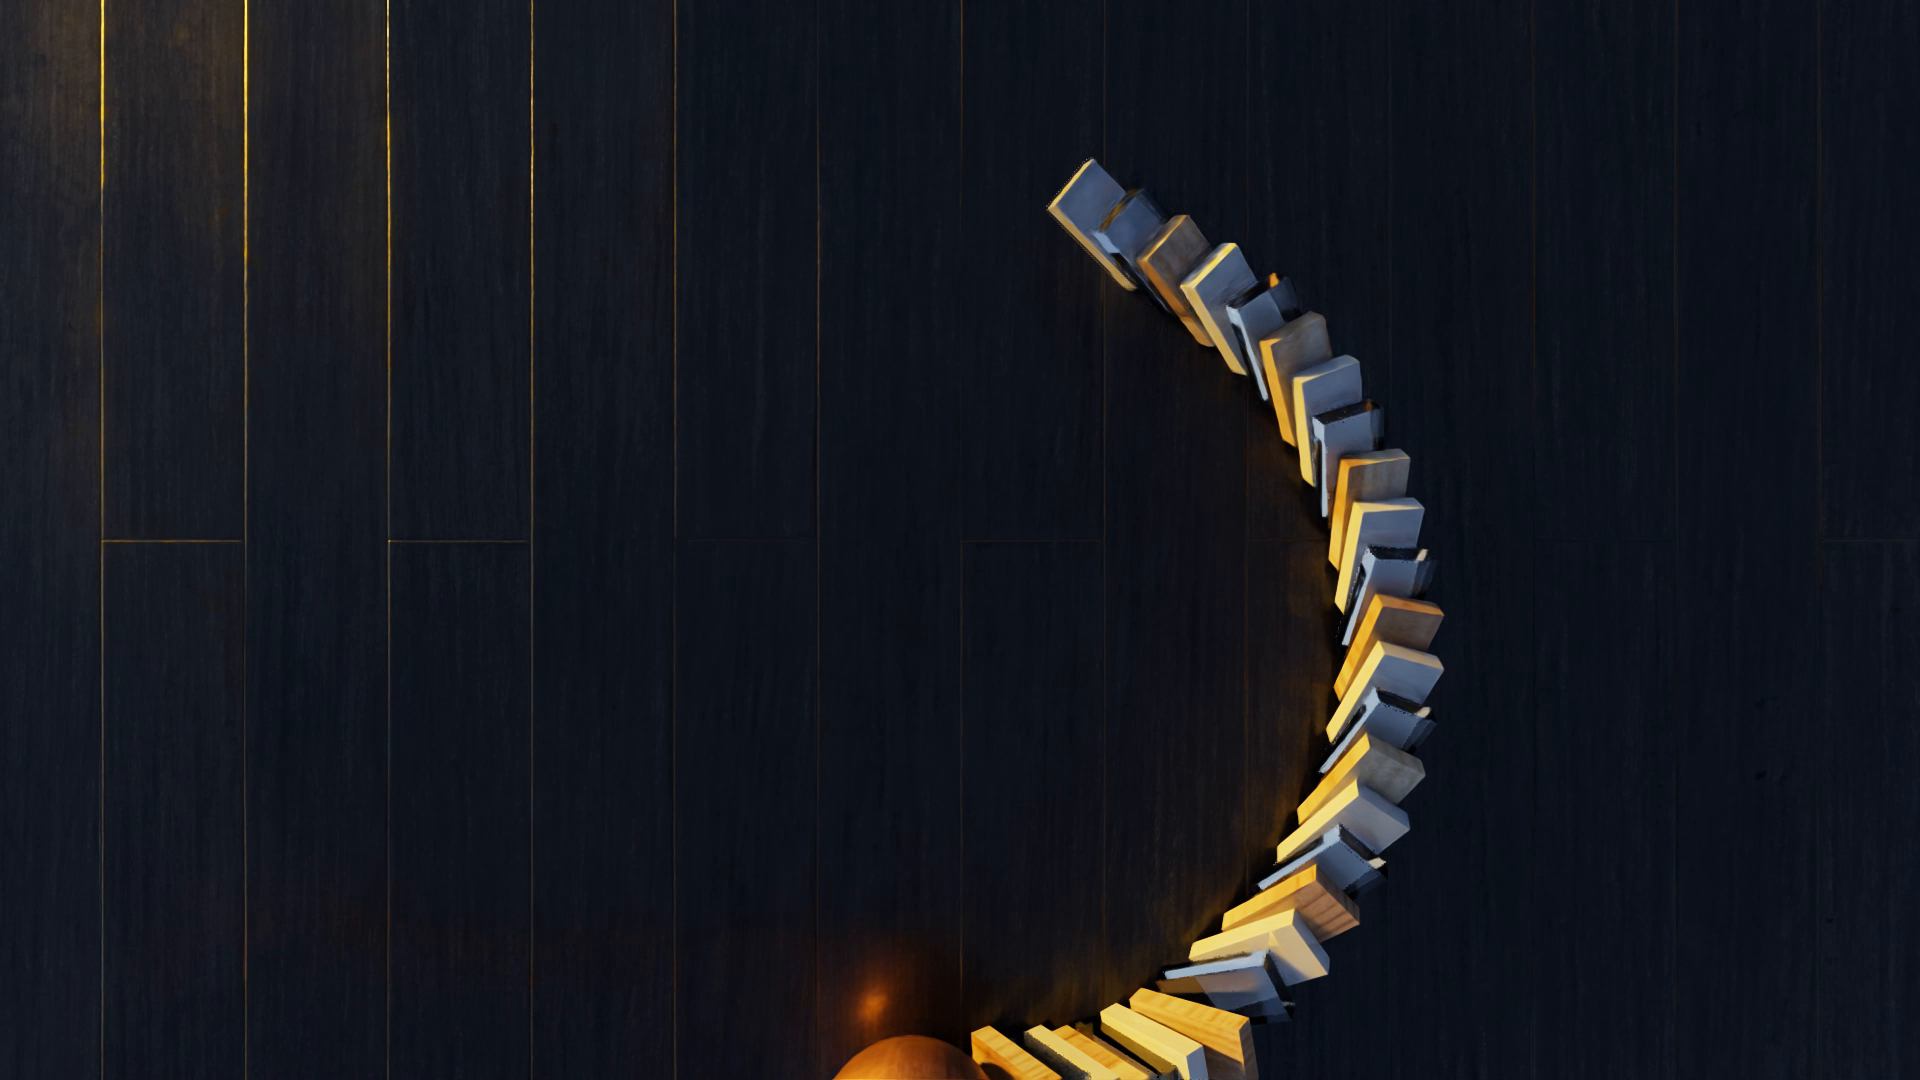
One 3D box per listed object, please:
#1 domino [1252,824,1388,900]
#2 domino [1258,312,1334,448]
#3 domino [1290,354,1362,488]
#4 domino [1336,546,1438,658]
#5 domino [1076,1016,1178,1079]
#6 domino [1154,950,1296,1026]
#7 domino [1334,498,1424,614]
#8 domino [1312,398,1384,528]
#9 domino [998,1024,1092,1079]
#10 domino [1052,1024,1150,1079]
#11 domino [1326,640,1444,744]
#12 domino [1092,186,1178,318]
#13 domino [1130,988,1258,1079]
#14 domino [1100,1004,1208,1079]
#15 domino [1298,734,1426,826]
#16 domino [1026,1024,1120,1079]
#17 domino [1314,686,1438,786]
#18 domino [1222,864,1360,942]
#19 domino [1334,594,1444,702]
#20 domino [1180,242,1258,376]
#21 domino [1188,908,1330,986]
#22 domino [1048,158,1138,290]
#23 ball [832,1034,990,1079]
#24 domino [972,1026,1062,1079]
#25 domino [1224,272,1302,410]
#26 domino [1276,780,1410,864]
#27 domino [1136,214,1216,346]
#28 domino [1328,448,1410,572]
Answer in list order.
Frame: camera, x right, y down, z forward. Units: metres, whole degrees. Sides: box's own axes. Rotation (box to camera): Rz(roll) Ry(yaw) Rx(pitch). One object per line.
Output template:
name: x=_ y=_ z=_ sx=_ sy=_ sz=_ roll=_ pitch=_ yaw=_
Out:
domino: x=0.149 y=0.142 z=0.383 sx=0.025 sy=0.010 sz=0.050 roll=40 pitch=121 yaw=0
domino: x=0.143 y=-0.067 z=0.383 sx=0.025 sy=0.009 sz=0.050 roll=-28 pitch=121 yaw=-2
domino: x=0.155 y=-0.049 z=0.383 sx=0.025 sy=0.009 sz=0.050 roll=-20 pitch=121 yaw=-1
domino: x=0.178 y=0.027 z=0.383 sx=0.025 sy=0.010 sz=0.050 roll=3 pitch=120 yaw=0
domino: x=0.068 y=0.220 z=0.376 sx=0.010 sy=0.050 sz=0.025 roll=-4 pitch=90 yaw=-33
domino: x=0.110 y=0.189 z=0.383 sx=0.050 sy=0.009 sz=0.025 roll=-28 pitch=90 yaw=33
domino: x=0.175 y=0.007 z=0.383 sx=0.025 sy=0.010 sz=0.050 roll=-4 pitch=120 yaw=0
domino: x=0.163 y=-0.031 z=0.383 sx=0.025 sy=0.010 sz=0.050 roll=-17 pitch=121 yaw=-1
domino: x=0.034 y=0.223 z=0.376 sx=0.010 sy=0.050 sz=0.025 roll=-4 pitch=90 yaw=-33
domino: x=0.057 y=0.223 z=0.376 sx=0.009 sy=0.050 sz=0.025 roll=-4 pitch=90 yaw=-33
domino: x=0.177 y=0.067 z=0.383 sx=0.025 sy=0.010 sz=0.050 roll=15 pitch=120 yaw=0
domino: x=0.081 y=-0.120 z=0.384 sx=0.050 sy=0.009 sz=0.025 roll=40 pitch=90 yaw=-26
domino: x=0.096 y=0.206 z=0.379 sx=0.050 sy=0.009 sz=0.025 roll=-7 pitch=94 yaw=43
domino: x=0.080 y=0.213 z=0.376 sx=0.009 sy=0.050 sz=0.025 roll=-10 pitch=90 yaw=-33
domino: x=0.167 y=0.106 z=0.383 sx=0.025 sy=0.009 sz=0.050 roll=26 pitch=120 yaw=0
domino: x=0.046 y=0.223 z=0.376 sx=0.010 sy=0.050 sz=0.025 roll=-4 pitch=90 yaw=-33
domino: x=0.173 y=0.087 z=0.383 sx=0.025 sy=0.009 sz=0.050 roll=21 pitch=120 yaw=0
domino: x=0.138 y=0.158 z=0.383 sx=0.025 sy=0.010 sz=0.050 roll=45 pitch=121 yaw=0
domino: x=0.178 y=0.047 z=0.383 sx=0.025 sy=0.009 sz=0.050 roll=9 pitch=121 yaw=0
domino: x=0.115 y=-0.096 z=0.382 sx=0.025 sy=0.009 sz=0.050 roll=-46 pitch=122 yaw=-3
domino: x=0.125 y=0.175 z=0.383 sx=0.050 sy=0.009 sz=0.025 roll=-36 pitch=90 yaw=30
domino: x=0.064 y=-0.133 z=0.388 sx=0.050 sy=0.010 sz=0.025 roll=40 pitch=90 yaw=-18
ball: x=-0.020 y=0.240 z=0.360 sx=0.080 sy=0.080 sz=0.080 roll=0 pitch=90 yaw=0
domino: x=0.023 y=0.224 z=0.376 sx=0.009 sy=0.050 sz=0.025 roll=-4 pitch=90 yaw=-33
domino: x=0.131 y=-0.083 z=0.383 sx=0.025 sy=0.010 sz=0.050 roll=-33 pitch=121 yaw=-2
domino: x=0.159 y=0.125 z=0.383 sx=0.025 sy=0.010 sz=0.050 roll=33 pitch=121 yaw=0
domino: x=0.098 y=-0.108 z=0.383 sx=0.025 sy=0.010 sz=0.050 roll=-48 pitch=117 yaw=-2
domino: x=0.171 y=-0.012 z=0.383 sx=0.025 sy=0.009 sz=0.050 roll=-8 pitch=121 yaw=0
